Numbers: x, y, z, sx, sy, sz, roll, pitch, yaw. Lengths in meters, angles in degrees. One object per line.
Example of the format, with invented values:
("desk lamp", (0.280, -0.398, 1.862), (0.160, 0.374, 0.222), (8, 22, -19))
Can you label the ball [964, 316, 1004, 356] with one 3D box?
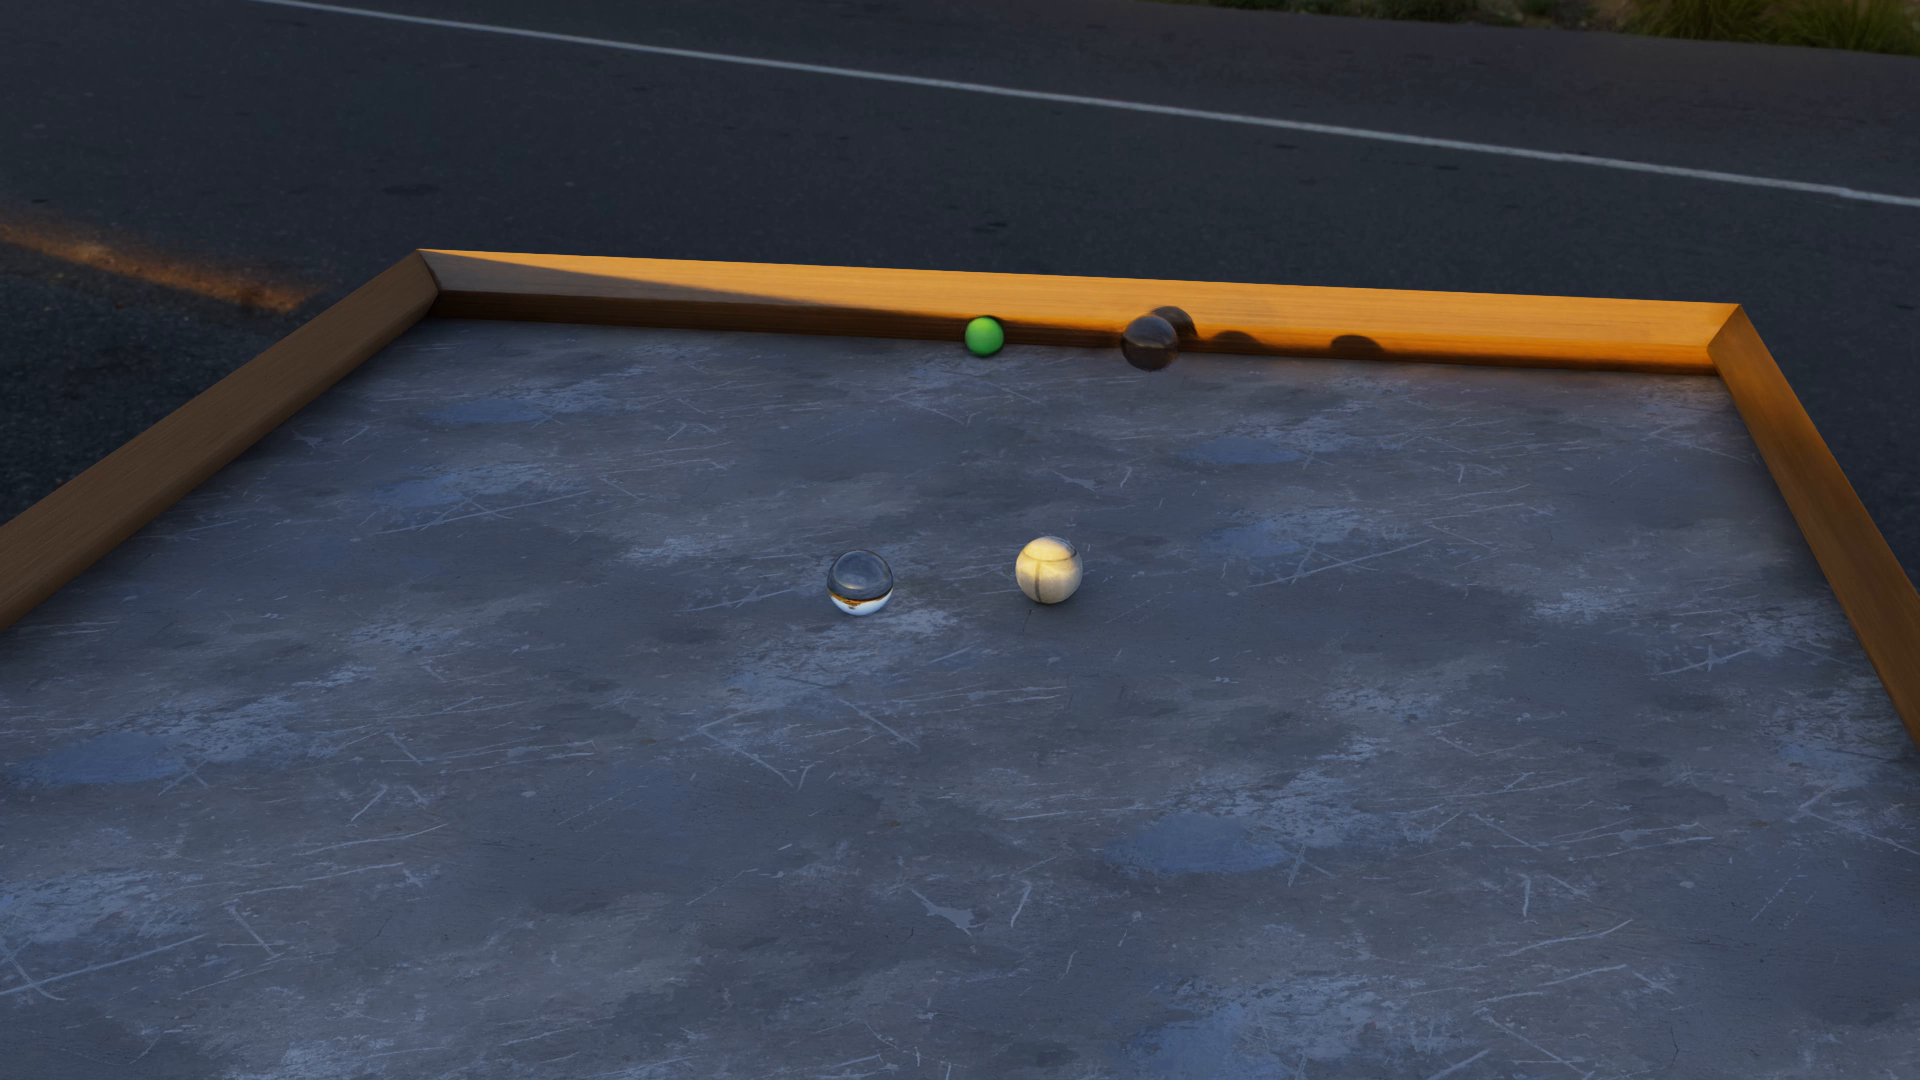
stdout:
("ball", (0.034, -0.292, 3.159), (0.056, 0.056, 0.056), (0, 22, 0))

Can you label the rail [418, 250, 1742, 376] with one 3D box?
("rail", (0.127, -0.325, 3.175), (1.921, 0.104, 0.045), (3, 22, 8))

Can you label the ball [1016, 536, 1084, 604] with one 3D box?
("ball", (0.095, 0.032, 2.347), (0.072, 0.072, 0.072), (0, 22, 0))

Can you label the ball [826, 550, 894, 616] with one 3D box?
("ball", (-0.105, 0.045, 2.317), (0.070, 0.070, 0.070), (0, 22, 0))

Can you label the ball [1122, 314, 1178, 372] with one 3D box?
("ball", (0.267, -0.277, 3.090), (0.080, 0.080, 0.080), (0, 22, 0))

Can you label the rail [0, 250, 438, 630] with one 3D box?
("rail", (-1.056, 0.242, 1.787), (0.045, 0.104, 3.375), (3, 22, 8))

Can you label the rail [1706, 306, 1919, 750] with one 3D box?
("rail", (0.795, 0.352, 1.519), (0.045, 0.104, 3.375), (3, 22, 8))
